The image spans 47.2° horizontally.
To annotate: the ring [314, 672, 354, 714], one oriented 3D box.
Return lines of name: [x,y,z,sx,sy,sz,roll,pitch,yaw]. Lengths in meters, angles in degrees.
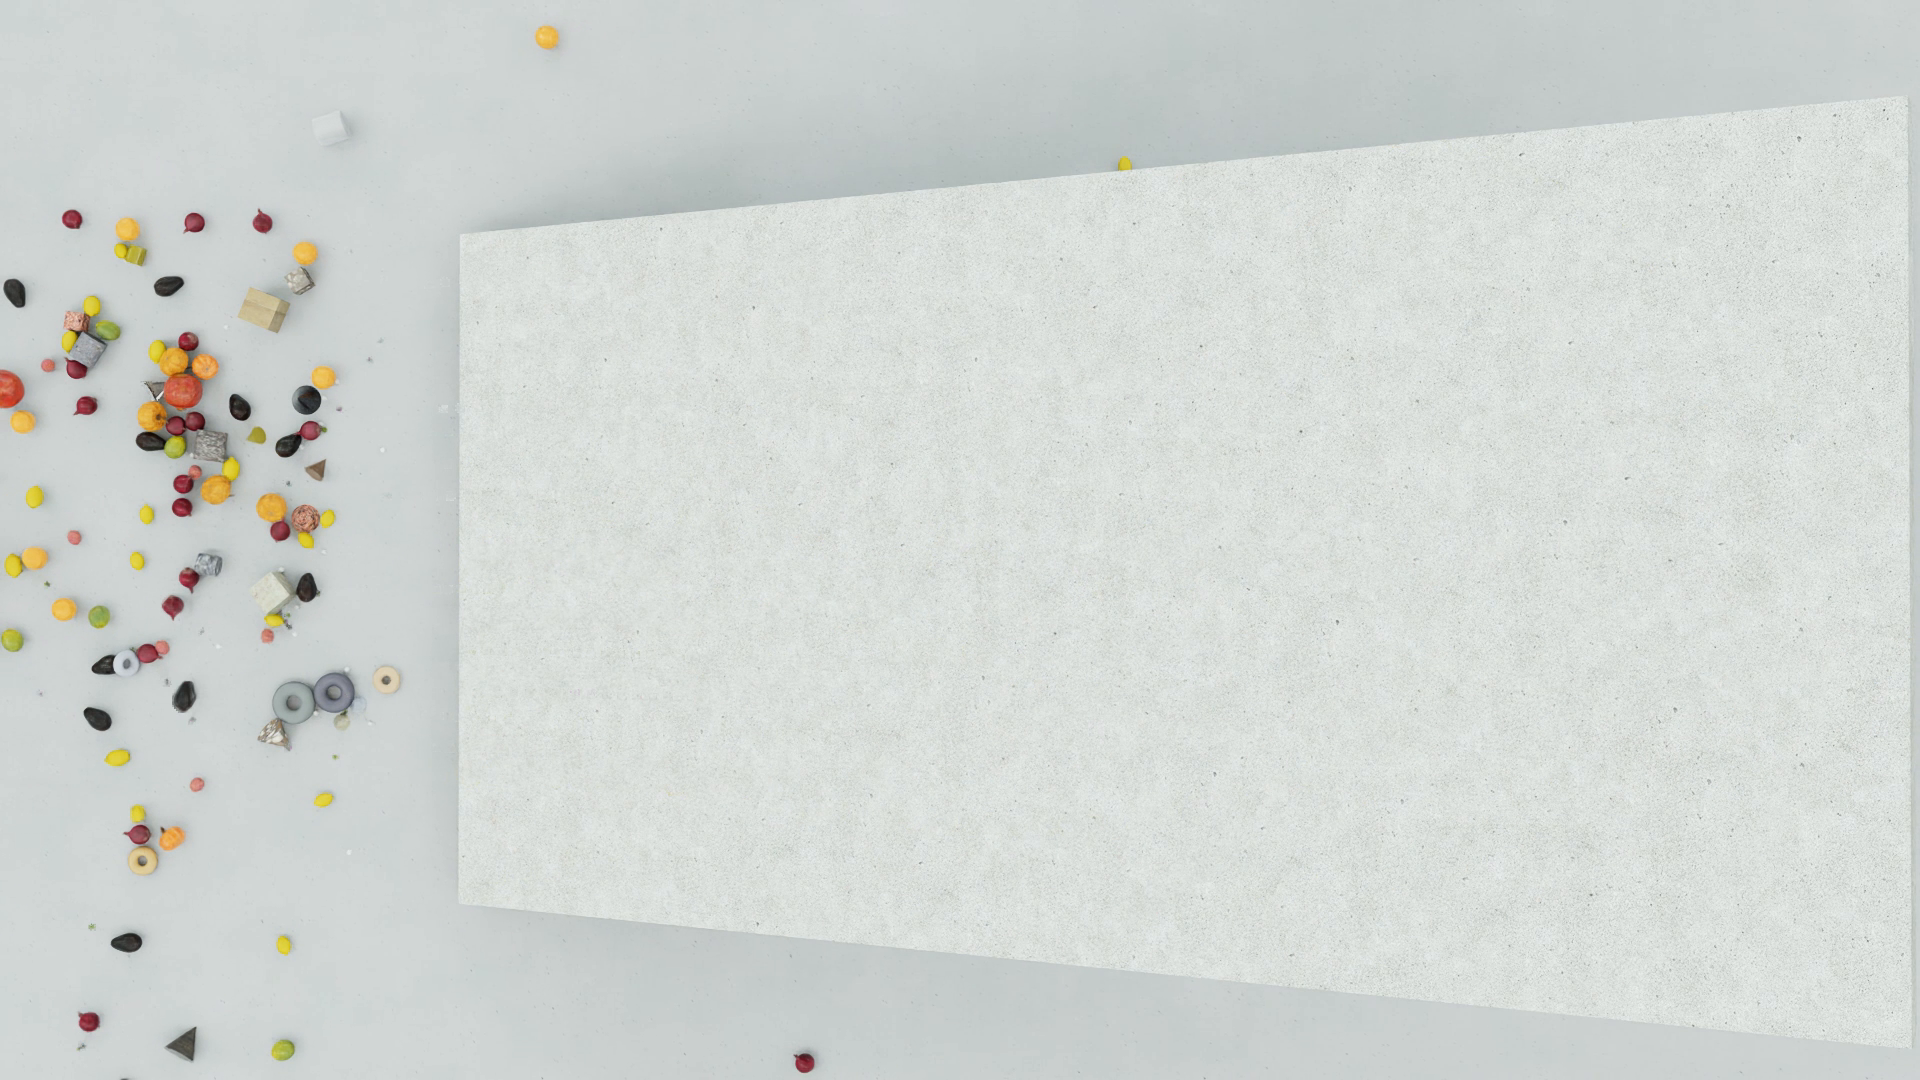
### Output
ring: [-1.888,0.461,6.634,0.124,0.041,0.124,0,90,-1]

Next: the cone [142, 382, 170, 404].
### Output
cone: [-2.418,-0.461,6.647,0.073,0.073,0.073,-33,89,-27]

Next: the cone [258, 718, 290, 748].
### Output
cone: [-2.051,0.600,6.632,0.092,0.092,0.092,-42,116,0]

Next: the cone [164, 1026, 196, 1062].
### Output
cone: [-2.326,1.506,6.622,0.098,0.098,0.098,26,63,0]

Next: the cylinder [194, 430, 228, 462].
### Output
cylinder: [-2.254,-0.282,6.617,0.089,0.089,0.089,7,89,0]

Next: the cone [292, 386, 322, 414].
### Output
cone: [-1.980,-0.424,6.618,0.090,0.090,0.090,0,89,0]

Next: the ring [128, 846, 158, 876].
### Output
ring: [-2.465,0.968,6.634,0.089,0.030,0.089,0,88,0]

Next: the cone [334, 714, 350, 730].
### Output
cone: [-1.870,0.551,6.627,0.051,0.051,0.051,0,89,0]

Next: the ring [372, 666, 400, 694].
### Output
ring: [-1.732,0.423,6.641,0.084,0.028,0.084,0,90,-1]

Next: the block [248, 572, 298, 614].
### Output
block: [-2.065,0.158,6.612,0.091,0.091,0.091,-39,90,0]

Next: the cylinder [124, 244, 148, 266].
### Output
cylinder: [-2.488,-0.859,6.641,0.053,0.053,0.053,18,89,0]

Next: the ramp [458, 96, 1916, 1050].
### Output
ramp: [0.272,0.076,5.635,4.000,0.100,2.000,0,89,29]

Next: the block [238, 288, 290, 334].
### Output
block: [-2.094,-0.691,6.616,0.099,0.099,0.099,23,89,0]

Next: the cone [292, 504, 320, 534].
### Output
cone: [-1.982,-0.064,6.616,0.087,0.087,0.087,0,89,0]

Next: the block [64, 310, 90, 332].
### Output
block: [-2.666,-0.659,6.638,0.054,0.054,0.054,8,89,0]

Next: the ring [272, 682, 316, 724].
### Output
ring: [-2.009,0.491,6.632,0.130,0.043,0.130,0,89,-1]

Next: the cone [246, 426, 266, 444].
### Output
cone: [-2.140,-0.310,6.649,0.057,0.057,0.057,-14,89,26]

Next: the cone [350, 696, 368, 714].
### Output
cone: [-1.820,0.498,6.626,0.054,0.054,0.054,0,89,0]

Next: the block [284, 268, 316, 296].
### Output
block: [-1.993,-0.781,6.637,0.058,0.058,0.058,-31,90,0]

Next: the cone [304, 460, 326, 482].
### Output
cone: [-1.935,-0.222,6.646,0.064,0.064,0.064,31,63,0]

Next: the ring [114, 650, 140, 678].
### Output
ring: [-2.509,0.372,6.620,0.028,0.084,0.084,6,89,37]
